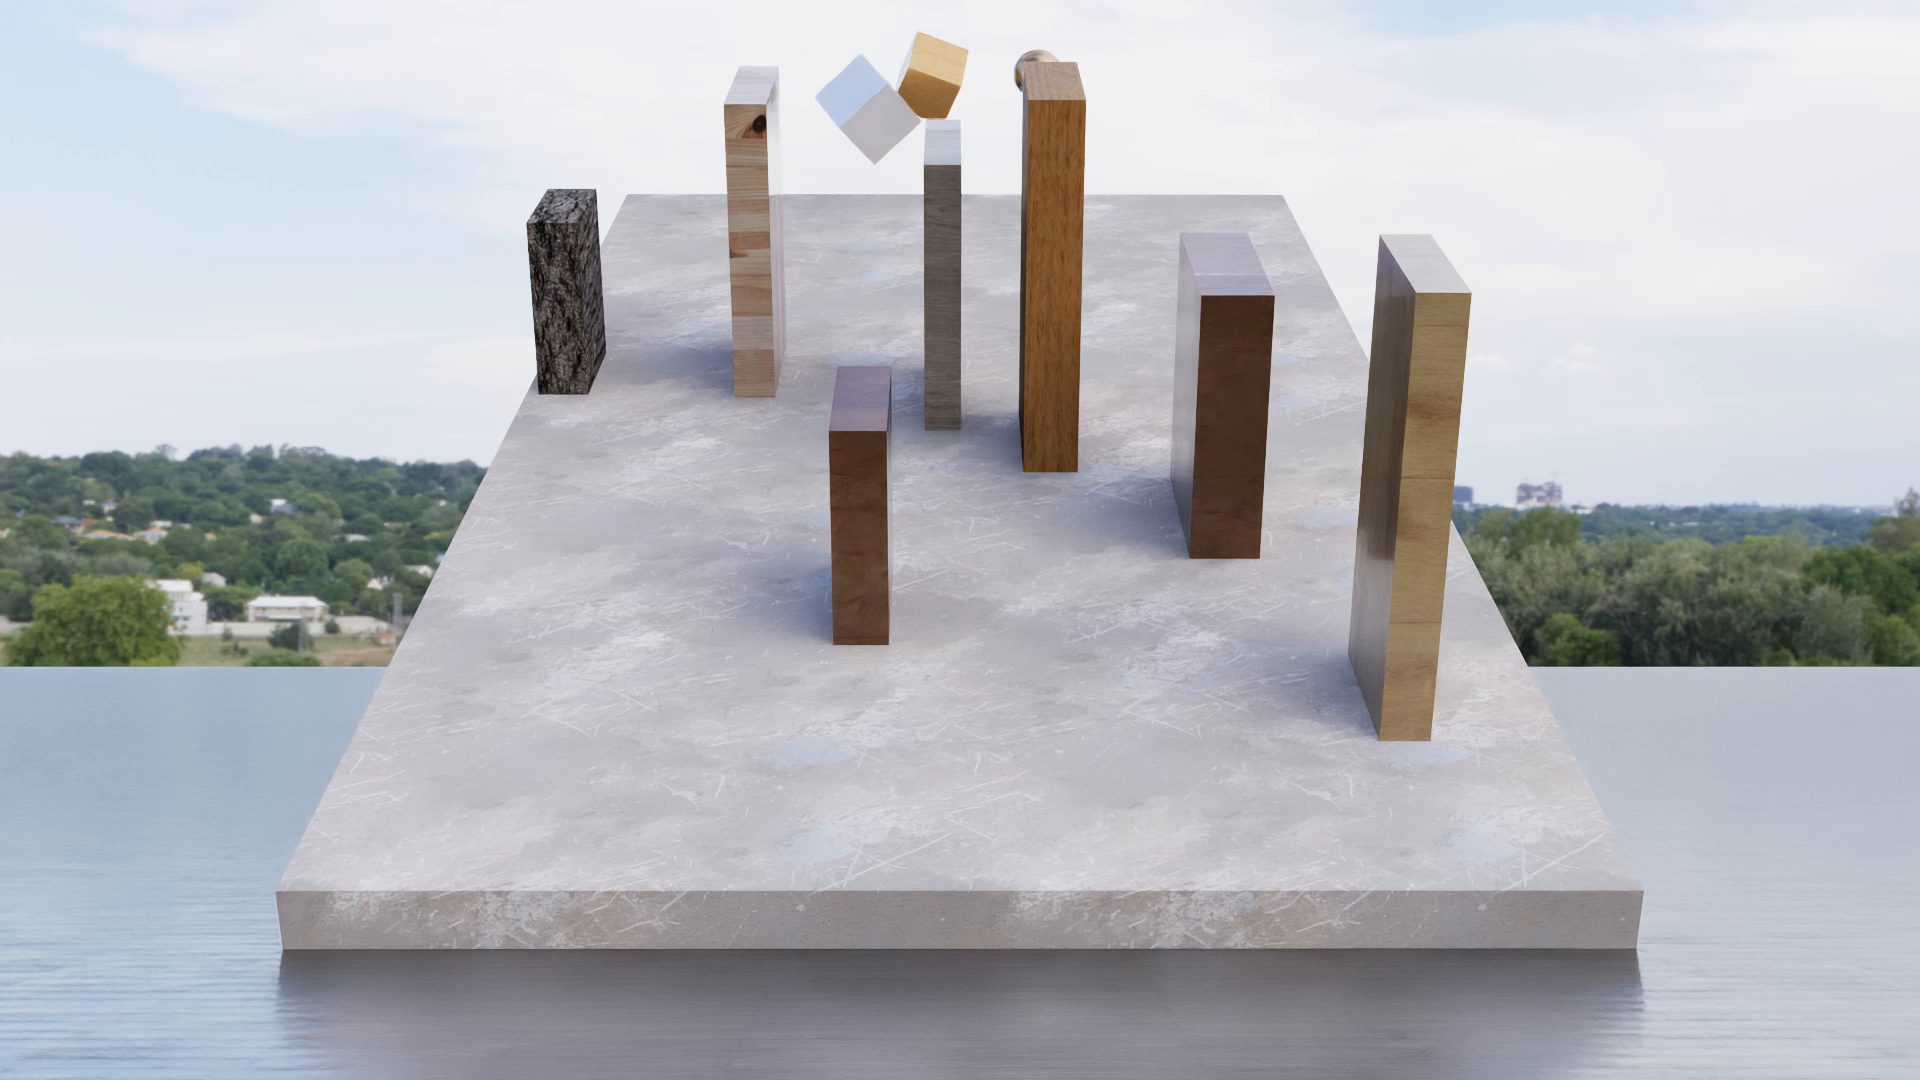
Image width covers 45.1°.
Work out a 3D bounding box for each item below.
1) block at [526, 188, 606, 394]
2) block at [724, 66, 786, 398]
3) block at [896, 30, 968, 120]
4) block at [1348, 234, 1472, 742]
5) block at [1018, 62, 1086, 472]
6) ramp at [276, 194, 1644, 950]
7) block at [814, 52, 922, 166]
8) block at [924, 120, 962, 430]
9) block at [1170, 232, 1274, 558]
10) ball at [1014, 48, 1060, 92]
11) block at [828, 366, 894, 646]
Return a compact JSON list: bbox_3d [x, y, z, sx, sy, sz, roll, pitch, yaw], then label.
[{"bbox_3d":[-0.921,-0.586,5.429,0.115,0.409,0.306,0,23,0],"label":"block"},{"bbox_3d":[-0.474,-0.725,5.407,0.094,0.683,0.414,0,23,0],"label":"block"},{"bbox_3d":[-0.089,-1.372,6.870,0.165,0.165,0.165,18,-38,-10],"label":"block"},{"bbox_3d":[0.733,-0.086,3.806,0.084,0.768,0.328,0,23,0],"label":"block"},{"bbox_3d":[0.193,-0.585,4.938,0.115,0.797,0.378,0,23,0],"label":"block"},{"bbox_3d":[-0.007,-0.226,5.238,2.000,0.100,4.000,0,23,0],"label":"ramp"},{"bbox_3d":[-0.265,-1.240,6.658,0.186,0.186,0.186,41,11,-47],"label":"block"},{"bbox_3d":[-0.039,-0.606,5.235,0.081,0.602,0.432,0,23,0],"label":"block"},{"bbox_3d":[0.515,-0.293,4.592,0.137,0.533,0.432,0,23,0],"label":"block"},{"bbox_3d":[0.229,-1.369,6.793,0.145,0.145,0.145,0,-3,0],"label":"ball"},{"bbox_3d":[-0.177,-0.067,4.215,0.100,0.409,0.344,0,23,0],"label":"block"}]
